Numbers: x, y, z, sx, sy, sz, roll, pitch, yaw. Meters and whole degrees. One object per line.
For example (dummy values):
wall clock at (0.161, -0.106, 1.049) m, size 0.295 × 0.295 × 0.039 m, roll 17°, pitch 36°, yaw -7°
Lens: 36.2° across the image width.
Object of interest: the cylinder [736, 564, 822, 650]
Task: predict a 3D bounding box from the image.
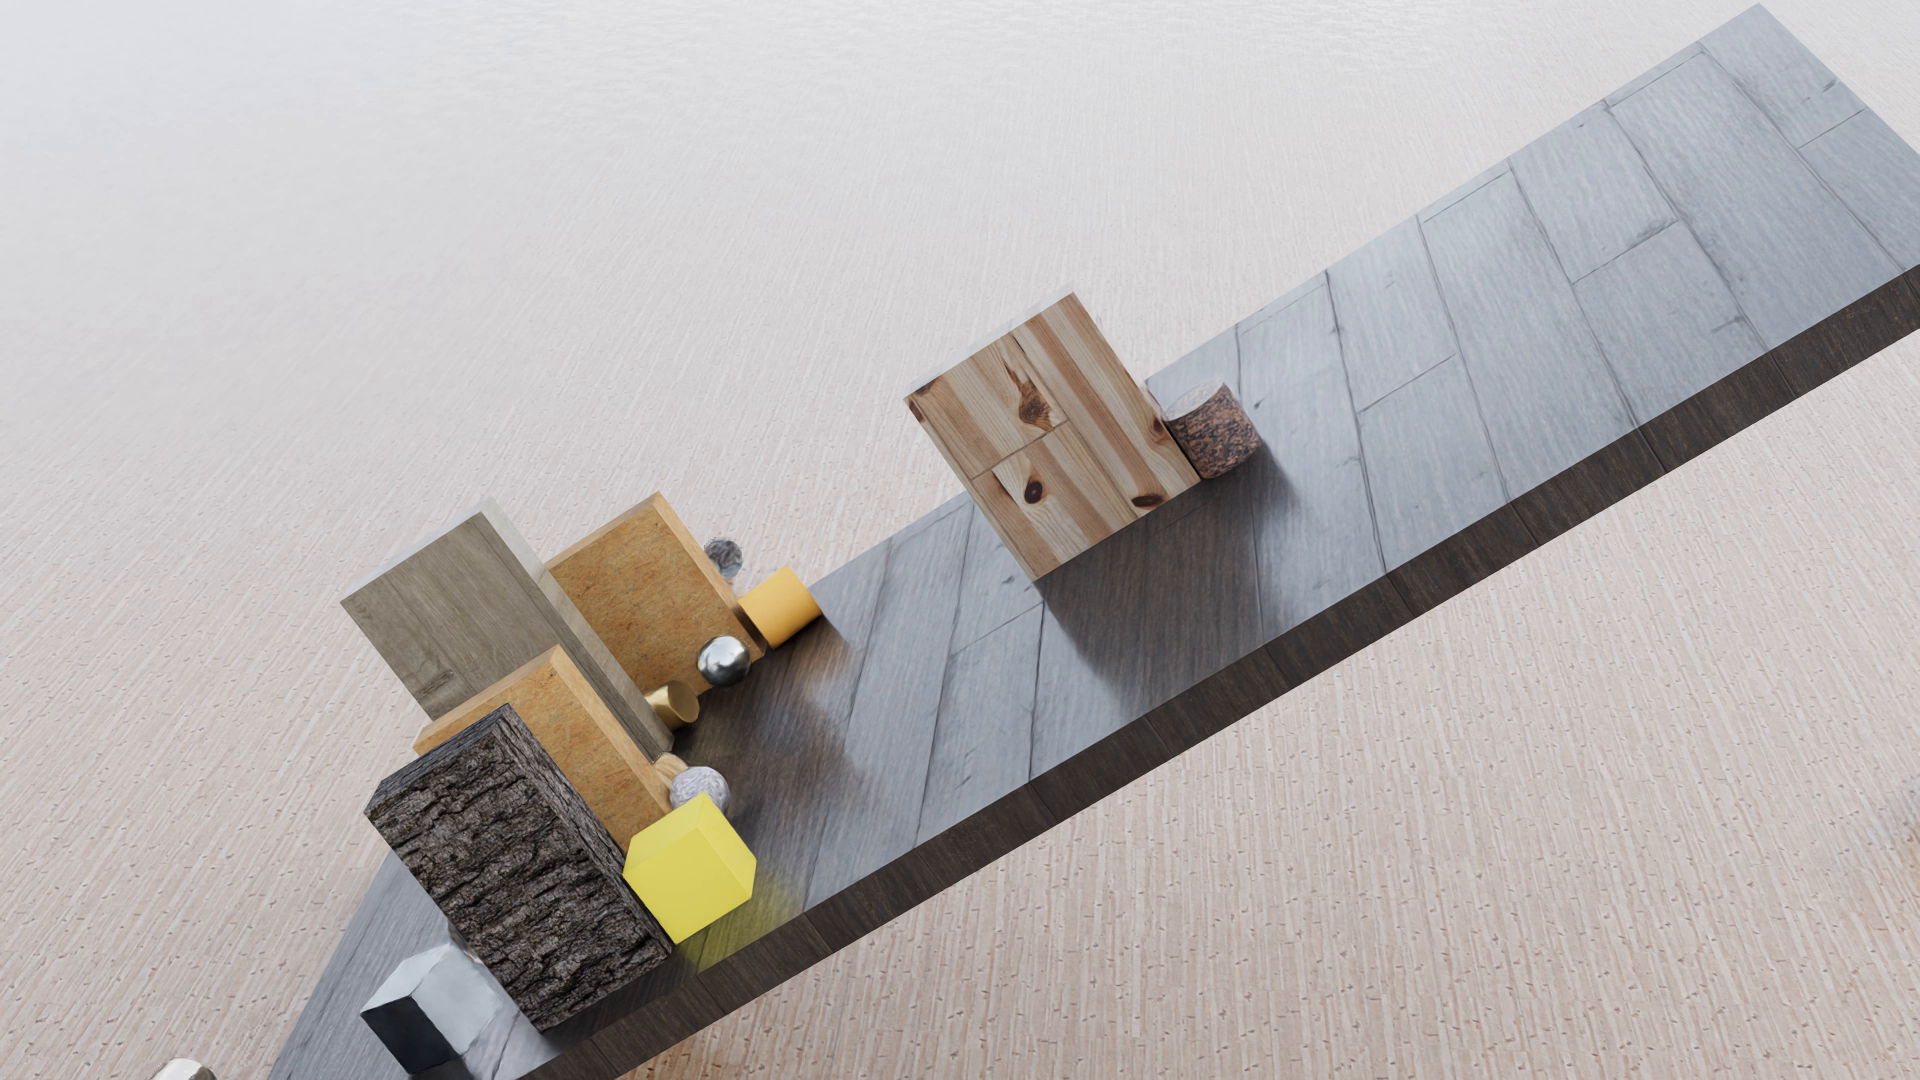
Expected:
cylinder at (-0.433, 0.161, 7.080) m, size 0.148 × 0.148 × 0.148 m, roll -37°, pitch 28°, yaw -5°

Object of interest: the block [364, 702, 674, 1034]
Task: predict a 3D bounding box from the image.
block at (-0.846, 0.640, 5.709) m, size 0.314 × 0.568 × 0.142 m, roll -31°, pitch 16°, yaw 14°

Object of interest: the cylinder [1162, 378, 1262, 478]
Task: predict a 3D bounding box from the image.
cylinder at (0.532, -0.236, 6.203) m, size 0.153 × 0.153 × 0.153 m, roll -33°, pitch 15°, yaw 10°

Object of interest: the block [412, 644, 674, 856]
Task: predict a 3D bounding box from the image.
block at (-0.844, 0.523, 6.173) m, size 0.359 × 0.508 × 0.097 m, roll -31°, pitch 16°, yaw 14°

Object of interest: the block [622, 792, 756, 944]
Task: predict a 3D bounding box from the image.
block at (-0.529, 0.642, 5.770) m, size 0.179 × 0.179 × 0.179 m, roll -33°, pitch 15°, yaw 10°

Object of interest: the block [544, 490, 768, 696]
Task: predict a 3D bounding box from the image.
block at (-0.747, 0.170, 7.125) m, size 0.360 × 0.461 × 0.098 m, roll -31°, pitch 16°, yaw 14°

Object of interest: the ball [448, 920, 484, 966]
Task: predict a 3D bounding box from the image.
ball at (-0.965, 0.789, 6.092) m, size 0.190 × 0.190 × 0.190 m, roll 0°, pitch 21°, yaw 0°

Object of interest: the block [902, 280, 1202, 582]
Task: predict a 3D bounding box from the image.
block at (0.197, -0.228, 6.241) m, size 0.430 × 0.493 × 0.095 m, roll -31°, pitch 16°, yaw 14°

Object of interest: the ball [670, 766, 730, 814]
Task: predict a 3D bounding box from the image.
ball at (-0.545, 0.536, 6.165) m, size 0.125 × 0.125 × 0.125 m, roll 0°, pitch 21°, yaw 0°

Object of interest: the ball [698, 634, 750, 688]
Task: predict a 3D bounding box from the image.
ball at (-0.554, 0.285, 6.914) m, size 0.124 × 0.124 × 0.124 m, roll 0°, pitch 21°, yaw 0°

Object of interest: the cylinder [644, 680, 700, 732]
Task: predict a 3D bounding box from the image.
cylinder at (-0.698, 0.402, 6.993) m, size 0.110 × 0.110 × 0.110 m, roll -27°, pitch 7°, yaw 29°

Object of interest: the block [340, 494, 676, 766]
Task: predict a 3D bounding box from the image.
block at (-1.050, 0.306, 6.854) m, size 0.414 × 0.727 × 0.108 m, roll -31°, pitch 16°, yaw 14°

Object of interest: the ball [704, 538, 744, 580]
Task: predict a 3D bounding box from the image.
ball at (-0.781, 0.063, 9.678) m, size 0.136 × 0.136 × 0.136 m, roll 0°, pitch 21°, yaw 0°

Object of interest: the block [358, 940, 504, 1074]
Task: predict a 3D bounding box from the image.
block at (-1.079, 0.957, 6.013) m, size 0.171 × 0.171 × 0.171 m, roll -23°, pitch 19°, yaw 38°

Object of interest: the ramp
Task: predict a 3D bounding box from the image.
ramp at (0.138, 0.172, 6.299) m, size 4.000 × 0.100 × 2.000 m, roll -31°, pitch 16°, yaw 14°
